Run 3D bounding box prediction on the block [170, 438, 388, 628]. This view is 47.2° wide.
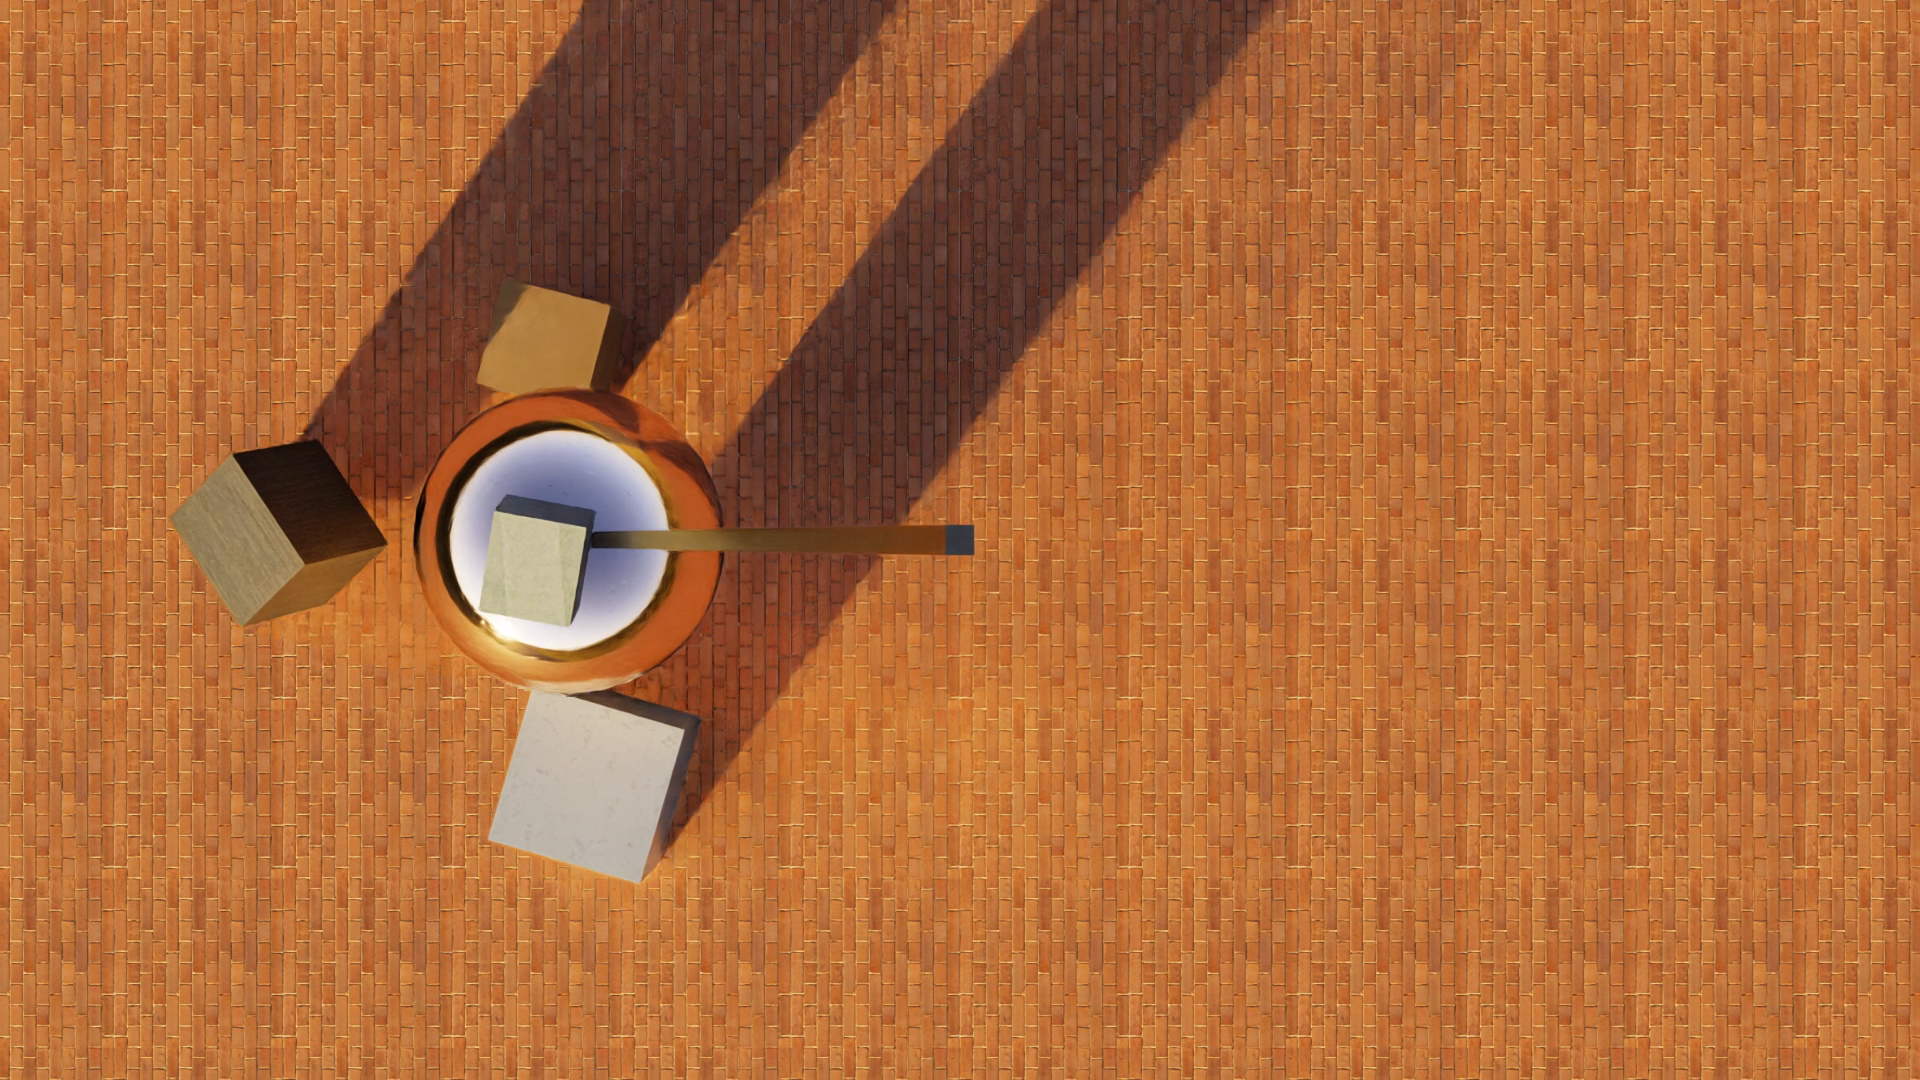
[{"bbox_3d":[-3.866,-0.048,12.506,0.624,0.701,0.755,-39,82,25],"label":"block"}]

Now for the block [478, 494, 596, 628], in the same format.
[{"bbox_3d":[-2.001,0.095,10.425,0.429,0.420,0.485,10,101,-6],"label":"block"}]

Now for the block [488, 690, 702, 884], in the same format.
[{"bbox_3d":[-2.065,1.352,12.578,0.875,0.844,0.889,16,90,0],"label":"block"}]

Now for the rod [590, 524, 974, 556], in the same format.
[{"bbox_3d":[-0.877,0.000,8.237,0.080,5.200,0.080,0,90,-20],"label":"rod"}]

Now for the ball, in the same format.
[{"bbox_3d":[-2.024,0.000,11.437,1.600,1.600,1.600,0,90,0],"label":"ball"}]

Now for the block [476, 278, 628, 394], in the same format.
[{"bbox_3d":[-2.340,-1.099,12.674,0.622,0.651,0.612,15,90,0],"label":"block"}]
